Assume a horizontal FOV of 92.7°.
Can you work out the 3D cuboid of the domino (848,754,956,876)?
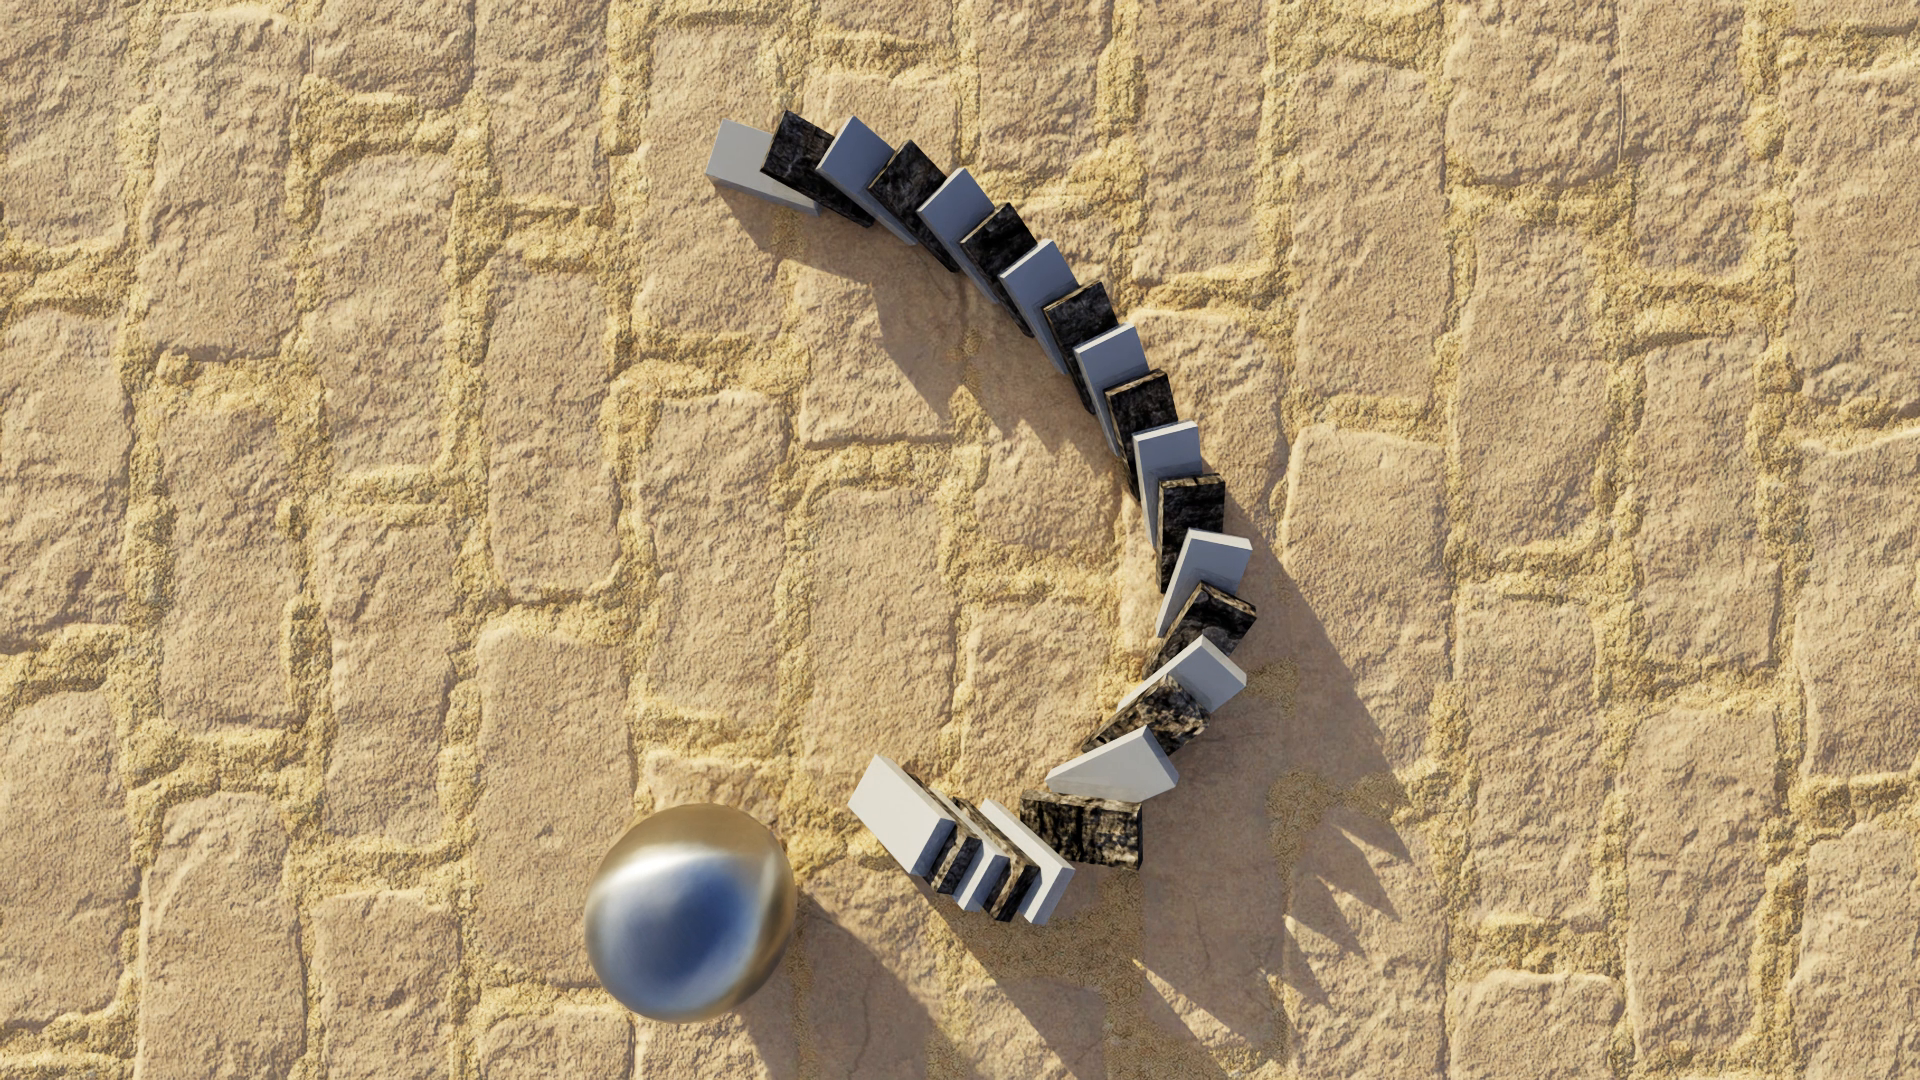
[{"bbox_3d":[-0.025,0.113,0.378,0.010,0.050,0.025,29,90,-41],"label":"domino"}]

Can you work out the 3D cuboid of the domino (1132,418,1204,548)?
[{"bbox_3d":[0.089,-0.023,0.384,0.025,0.010,0.050,-14,117,0],"label":"domino"}]

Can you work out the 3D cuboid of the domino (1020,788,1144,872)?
[{"bbox_3d":[0.051,0.121,0.384,0.050,0.009,0.025,1,100,23],"label":"domino"}]

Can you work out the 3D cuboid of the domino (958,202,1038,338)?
[{"bbox_3d":[0.024,-0.113,0.385,0.025,0.010,0.050,-42,117,0],"label":"domino"}]

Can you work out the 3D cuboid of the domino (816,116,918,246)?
[{"bbox_3d":[-0.033,-0.150,0.384,0.050,0.009,0.025,32,89,-27],"label":"domino"}]

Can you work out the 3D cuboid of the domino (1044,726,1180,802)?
[{"bbox_3d":[0.063,0.100,0.384,0.050,0.010,0.025,-33,90,27],"label":"domino"}]

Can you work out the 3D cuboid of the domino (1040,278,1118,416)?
[{"bbox_3d":[0.056,-0.081,0.385,0.025,0.009,0.050,-29,117,0],"label":"domino"}]

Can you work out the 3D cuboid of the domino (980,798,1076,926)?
[{"bbox_3d":[0.022,0.132,0.378,0.009,0.050,0.025,29,90,-41],"label":"domino"}]

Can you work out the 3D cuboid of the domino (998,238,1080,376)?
[{"bbox_3d":[0.040,-0.097,0.385,0.025,0.010,0.050,-38,117,0],"label":"domino"}]

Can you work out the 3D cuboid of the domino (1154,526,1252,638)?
[{"bbox_3d":[0.101,0.021,0.383,0.025,0.010,0.050,11,120,0],"label":"domino"}]

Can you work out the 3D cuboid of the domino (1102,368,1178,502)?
[{"bbox_3d":[0.079,-0.044,0.384,0.025,0.009,0.050,-21,117,0],"label":"domino"}]

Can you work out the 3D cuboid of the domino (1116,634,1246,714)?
[{"bbox_3d":[0.092,0.065,0.384,0.025,0.009,0.050,42,118,-2],"label":"domino"}]

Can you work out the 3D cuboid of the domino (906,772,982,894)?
[{"bbox_3d":[-0.014,0.120,0.378,0.009,0.050,0.025,29,90,-41],"label":"domino"}]

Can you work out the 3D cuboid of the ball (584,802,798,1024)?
[{"bbox_3d":[-0.105,0.145,0.360,0.080,0.080,0.080,0,90,0],"label":"ball"}]

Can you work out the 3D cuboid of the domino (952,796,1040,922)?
[{"bbox_3d":[0.008,0.131,0.378,0.009,0.050,0.025,29,90,-41],"label":"domino"}]

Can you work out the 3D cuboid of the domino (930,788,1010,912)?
[{"bbox_3d":[-0.004,0.127,0.378,0.009,0.050,0.025,29,90,-41],"label":"domino"}]

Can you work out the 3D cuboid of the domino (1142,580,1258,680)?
[{"bbox_3d":[0.099,0.043,0.384,0.025,0.010,0.050,26,119,0],"label":"domino"}]

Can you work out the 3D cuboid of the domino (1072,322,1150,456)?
[{"bbox_3d":[0.068,-0.063,0.384,0.025,0.009,0.050,-26,117,0],"label":"domino"}]

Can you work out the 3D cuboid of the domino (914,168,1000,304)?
[{"bbox_3d":[0.007,-0.127,0.385,0.025,0.009,0.050,-45,117,0],"label":"domino"}]

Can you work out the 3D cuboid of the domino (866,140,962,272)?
[{"bbox_3d":[-0.012,-0.139,0.385,0.050,0.010,0.025,39,90,-27],"label":"domino"}]

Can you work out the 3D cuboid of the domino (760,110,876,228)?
[{"bbox_3d":[-0.056,-0.155,0.385,0.050,0.010,0.025,22,90,-24],"label":"domino"}]

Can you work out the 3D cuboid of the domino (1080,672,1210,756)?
[{"bbox_3d":[0.077,0.081,0.384,0.025,0.010,0.050,44,118,0],"label":"domino"}]

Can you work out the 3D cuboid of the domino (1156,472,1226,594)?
[{"bbox_3d":[0.096,-0.002,0.384,0.025,0.009,0.050,-5,118,0],"label":"domino"}]

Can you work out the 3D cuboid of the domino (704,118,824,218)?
[{"bbox_3d":[-0.081,-0.160,0.395,0.050,0.009,0.025,18,90,0],"label":"domino"}]
